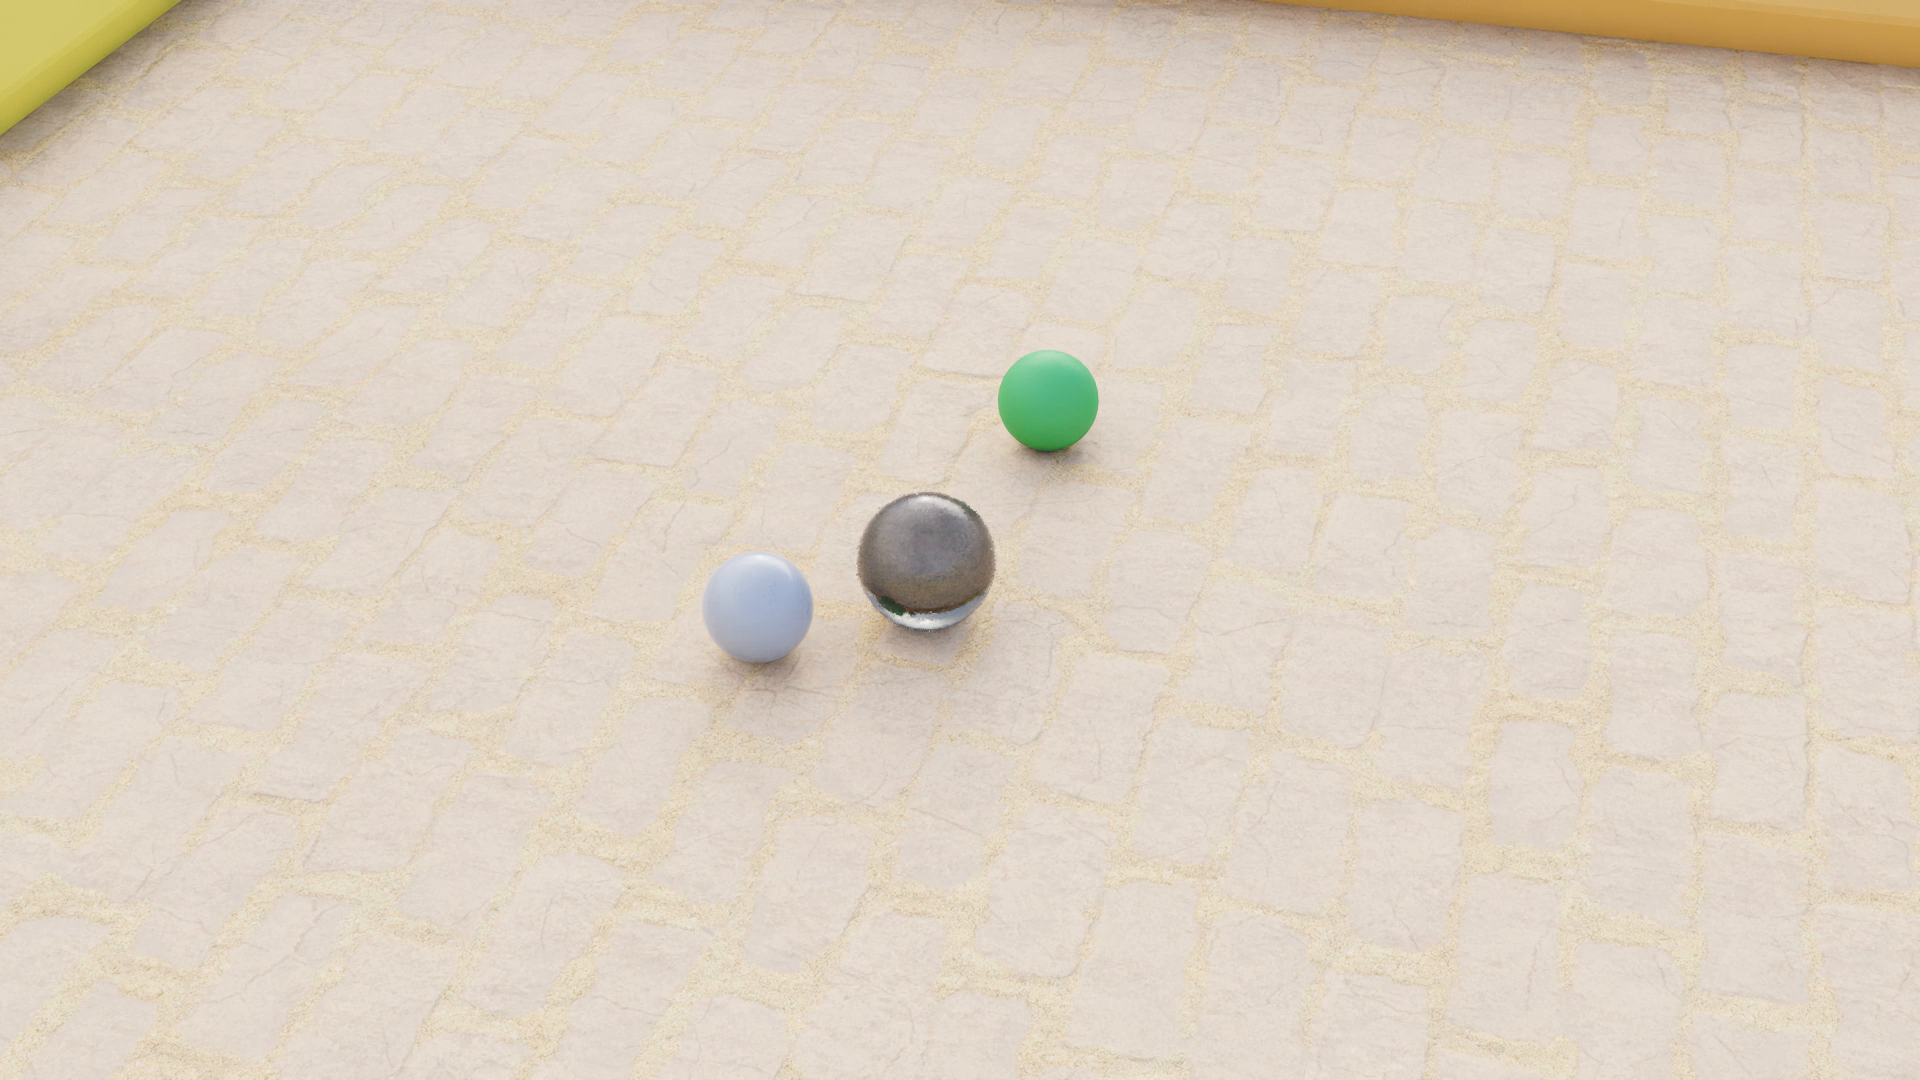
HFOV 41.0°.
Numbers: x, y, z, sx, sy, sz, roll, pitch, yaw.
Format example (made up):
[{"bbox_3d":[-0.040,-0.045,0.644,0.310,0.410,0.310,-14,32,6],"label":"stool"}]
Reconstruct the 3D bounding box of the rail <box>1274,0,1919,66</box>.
[{"bbox_3d":[1.359,-0.470,2.496,4.417,0.128,0.045,9,35,12],"label":"rail"}]

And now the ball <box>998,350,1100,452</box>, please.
[{"bbox_3d":[0.069,-0.109,2.011,0.079,0.079,0.079,0,34,0],"label":"ball"}]

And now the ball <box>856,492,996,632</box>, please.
[{"bbox_3d":[-0.024,0.015,1.811,0.099,0.099,0.099,0,34,0],"label":"ball"}]

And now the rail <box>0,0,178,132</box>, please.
[{"bbox_3d":[-1.044,-0.177,2.065,0.045,0.128,2.301,9,35,12],"label":"rail"}]

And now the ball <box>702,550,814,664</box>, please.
[{"bbox_3d":[-0.140,0.046,1.783,0.078,0.078,0.078,0,34,0],"label":"ball"}]
